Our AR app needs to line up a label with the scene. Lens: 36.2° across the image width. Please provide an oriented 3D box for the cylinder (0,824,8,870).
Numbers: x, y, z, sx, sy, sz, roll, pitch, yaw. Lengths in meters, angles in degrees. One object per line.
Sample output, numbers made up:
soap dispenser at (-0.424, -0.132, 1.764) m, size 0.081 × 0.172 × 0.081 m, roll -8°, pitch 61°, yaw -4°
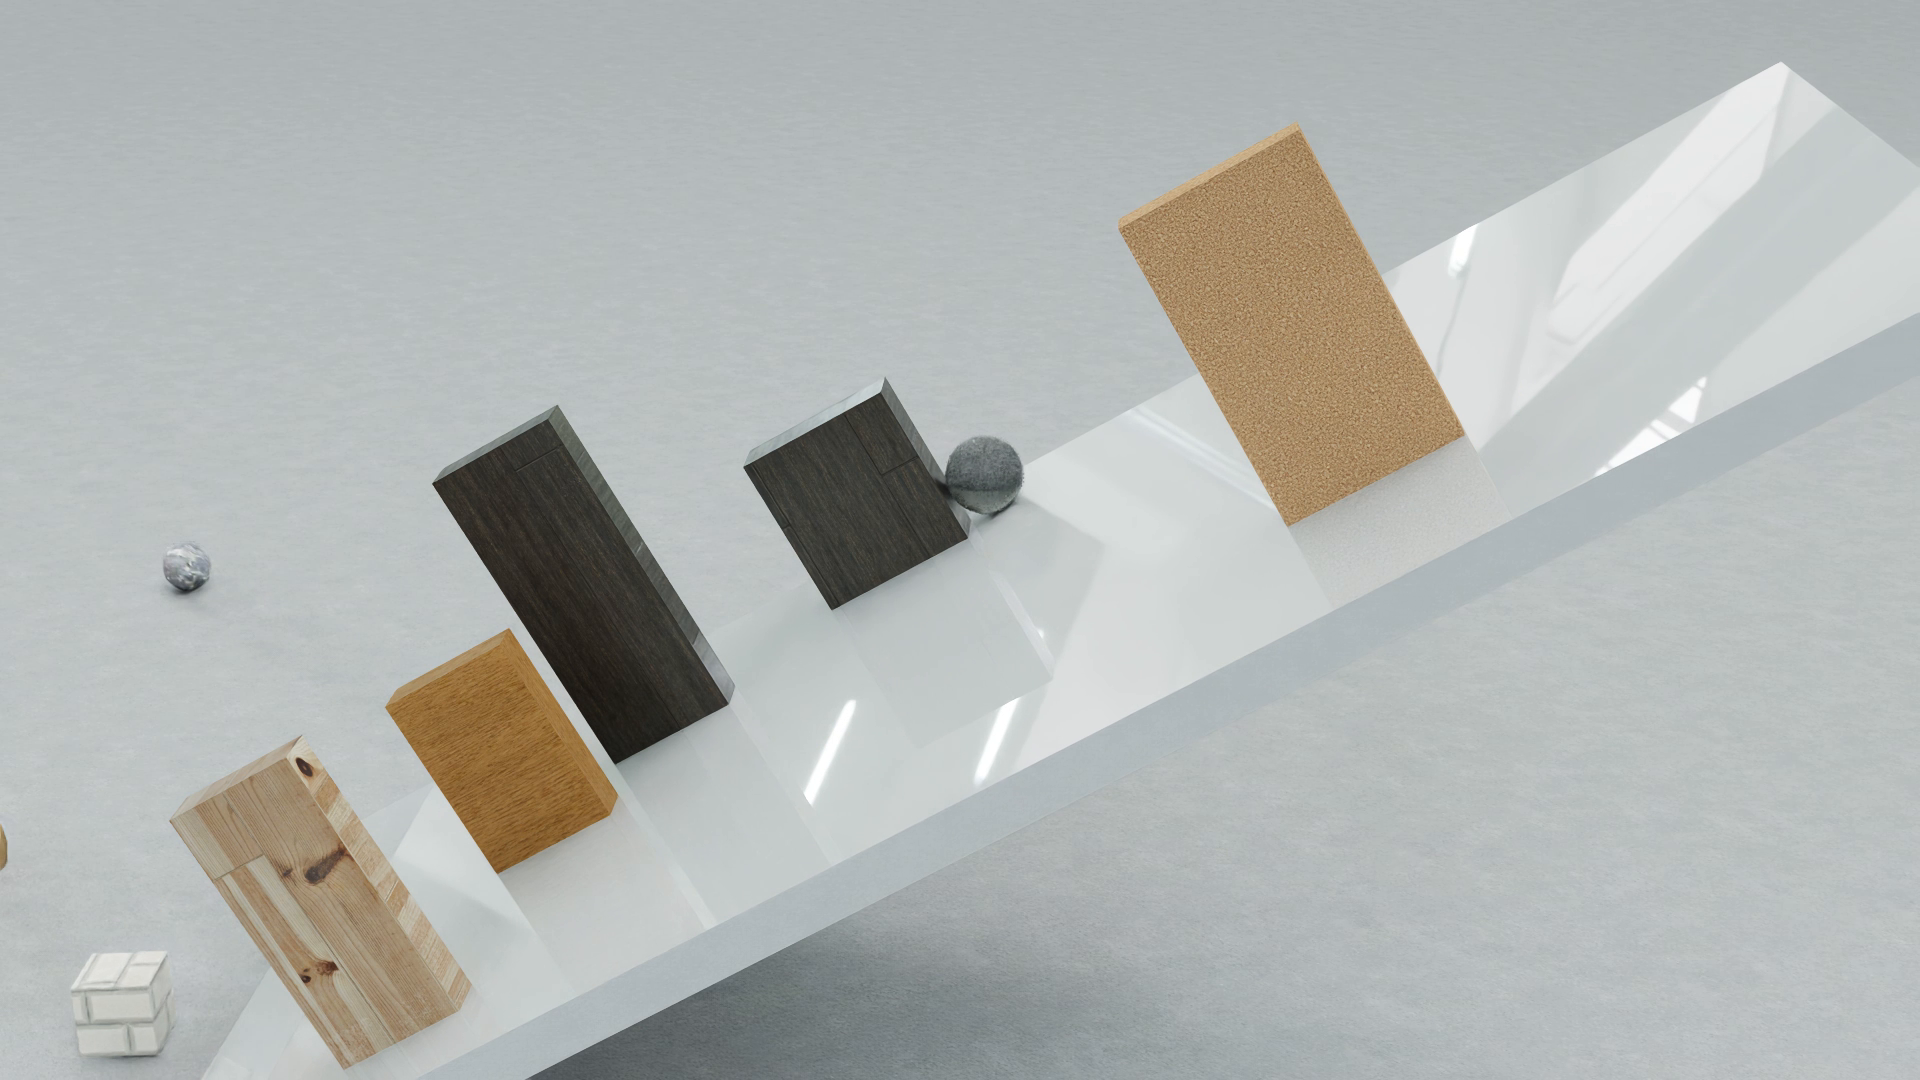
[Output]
cylinder at (-2.544, 0.782, 7.439) m, size 0.187 × 0.187 × 0.187 m, roll 14°, pitch 24°, yaw 37°

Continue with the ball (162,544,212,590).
ball at (-2.518, 0.088, 9.584) m, size 0.154 × 0.154 × 0.154 m, roll 0°, pitch 18°, yaw 0°

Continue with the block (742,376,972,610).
block at (-0.241, -0.109, 6.960) m, size 0.375 × 0.407 × 0.137 m, roll -28°, pitch 15°, yaw 12°

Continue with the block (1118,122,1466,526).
block at (0.637, -0.409, 5.647) m, size 0.385 × 0.678 × 0.089 m, roll -28°, pitch 15°, yaw 12°

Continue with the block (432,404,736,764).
block at (-0.854, 0.106, 6.725) m, size 0.312 × 0.778 × 0.118 m, roll -28°, pitch 15°, yaw 12°

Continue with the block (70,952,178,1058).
block at (-1.889, 1.050, 6.652) m, size 0.172 × 0.172 × 0.172 m, roll -3°, pitch 18°, yaw 1°

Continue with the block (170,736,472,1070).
block at (-1.258, 0.719, 5.812) m, size 0.278 × 0.616 × 0.113 m, roll -28°, pitch 15°, yaw 12°

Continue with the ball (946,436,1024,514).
ball at (0.058, -0.155, 6.960) m, size 0.185 × 0.185 × 0.185 m, roll 0°, pitch 18°, yaw 0°

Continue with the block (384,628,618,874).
block at (-1.007, 0.466, 6.480) m, size 0.299 × 0.453 × 0.110 m, roll -28°, pitch 15°, yaw 12°

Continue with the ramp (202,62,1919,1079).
ramp at (0.142, 0.168, 6.284) m, size 4.000 × 0.100 × 2.000 m, roll -28°, pitch 15°, yaw 12°
